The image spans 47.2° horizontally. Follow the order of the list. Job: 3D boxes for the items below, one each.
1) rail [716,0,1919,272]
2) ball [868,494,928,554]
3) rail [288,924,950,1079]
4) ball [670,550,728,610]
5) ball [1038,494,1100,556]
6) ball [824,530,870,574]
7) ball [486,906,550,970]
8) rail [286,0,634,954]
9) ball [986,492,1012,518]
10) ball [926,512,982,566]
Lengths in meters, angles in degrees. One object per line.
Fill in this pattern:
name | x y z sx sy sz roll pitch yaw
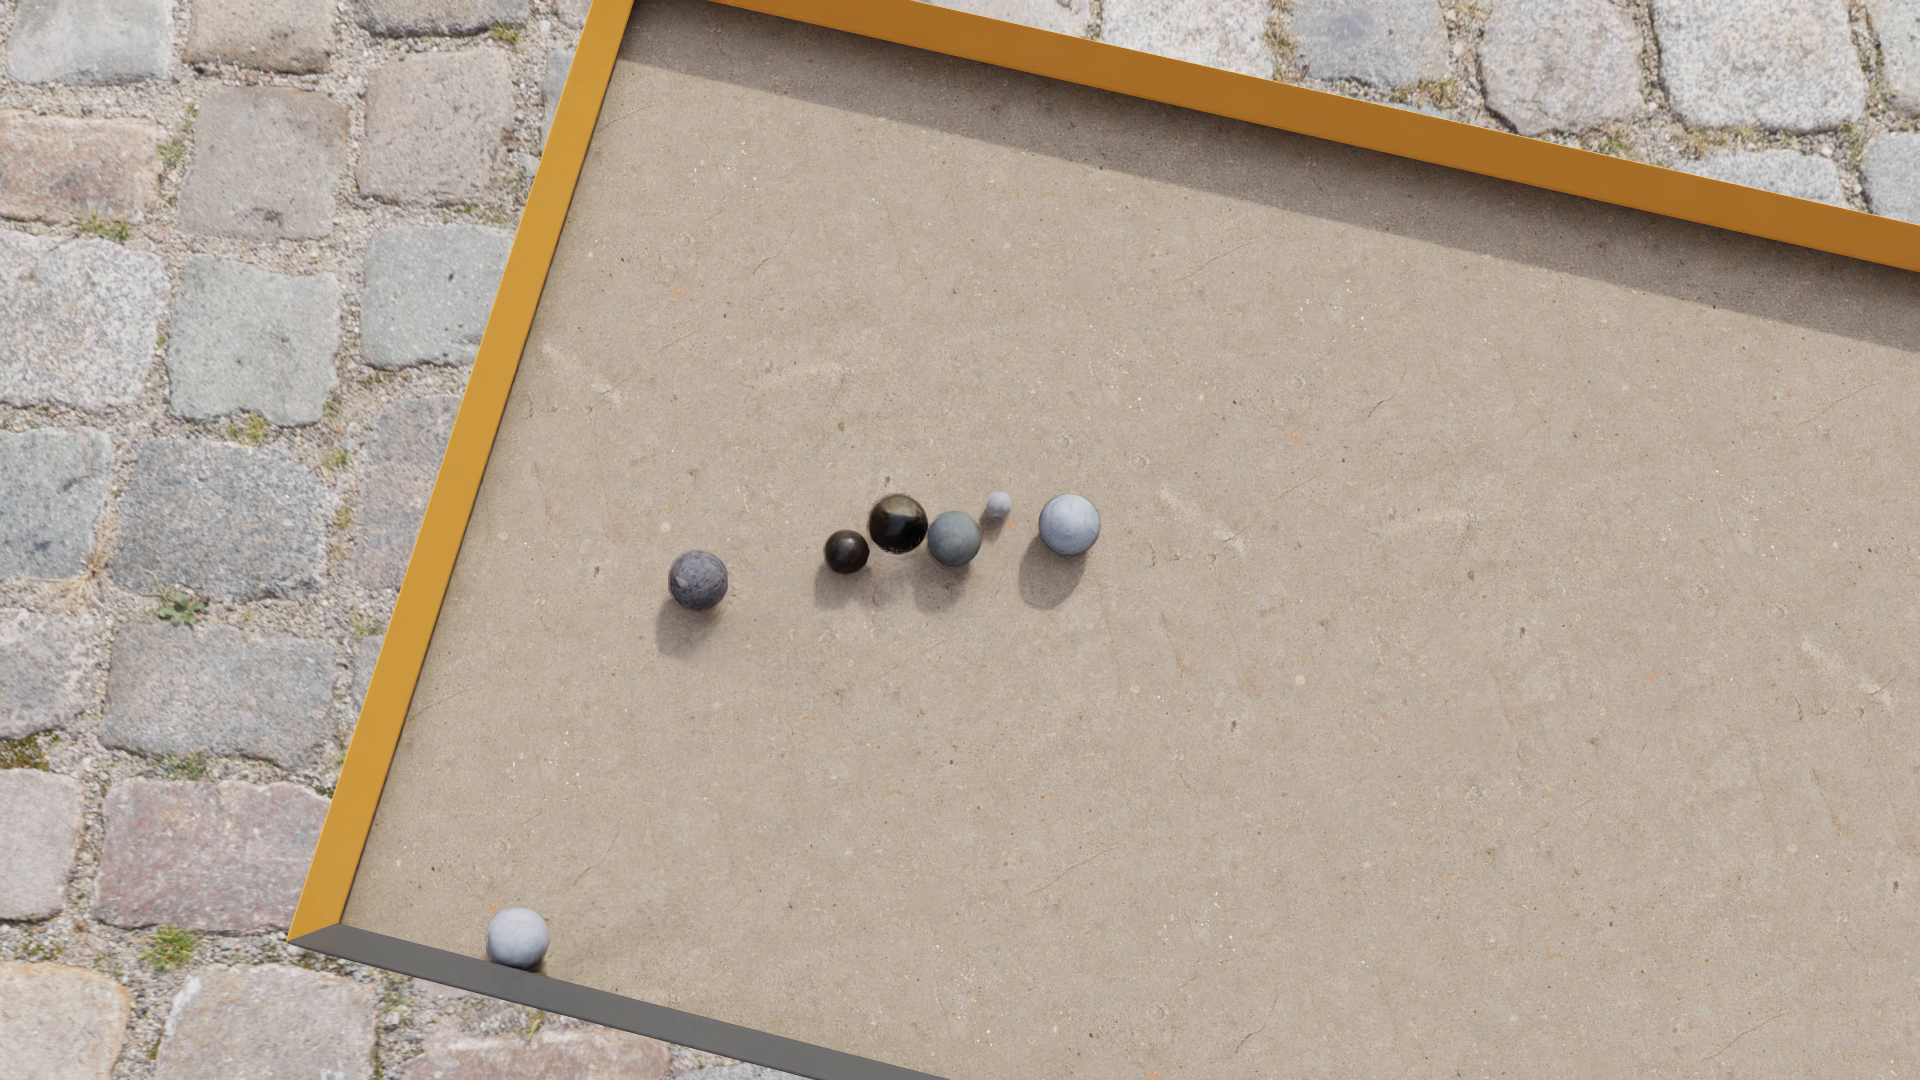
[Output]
rail | 0.948 -0.576 3.486 3.110 0.124 0.045 13 75 4
ball | -0.094 -0.024 3.351 0.092 0.092 0.092 0 75 0
rail | 0.562 0.924 3.071 3.110 0.124 0.045 13 75 4
ball | -0.395 0.061 3.329 0.090 0.090 0.090 0 75 0
ball | 0.167 -0.024 3.349 0.095 0.095 0.095 0 75 0
ball | -0.173 0.017 3.352 0.068 0.068 0.068 0 75 0
ball | -0.640 0.577 3.186 0.090 0.090 0.090 0 75 0
rail | -0.732 -0.181 3.377 0.045 0.124 1.651 13 75 4
ball | 0.059 -0.054 3.386 0.041 0.041 0.041 0 75 0
ball | -0.009 -0.002 3.349 0.084 0.084 0.084 0 75 0
